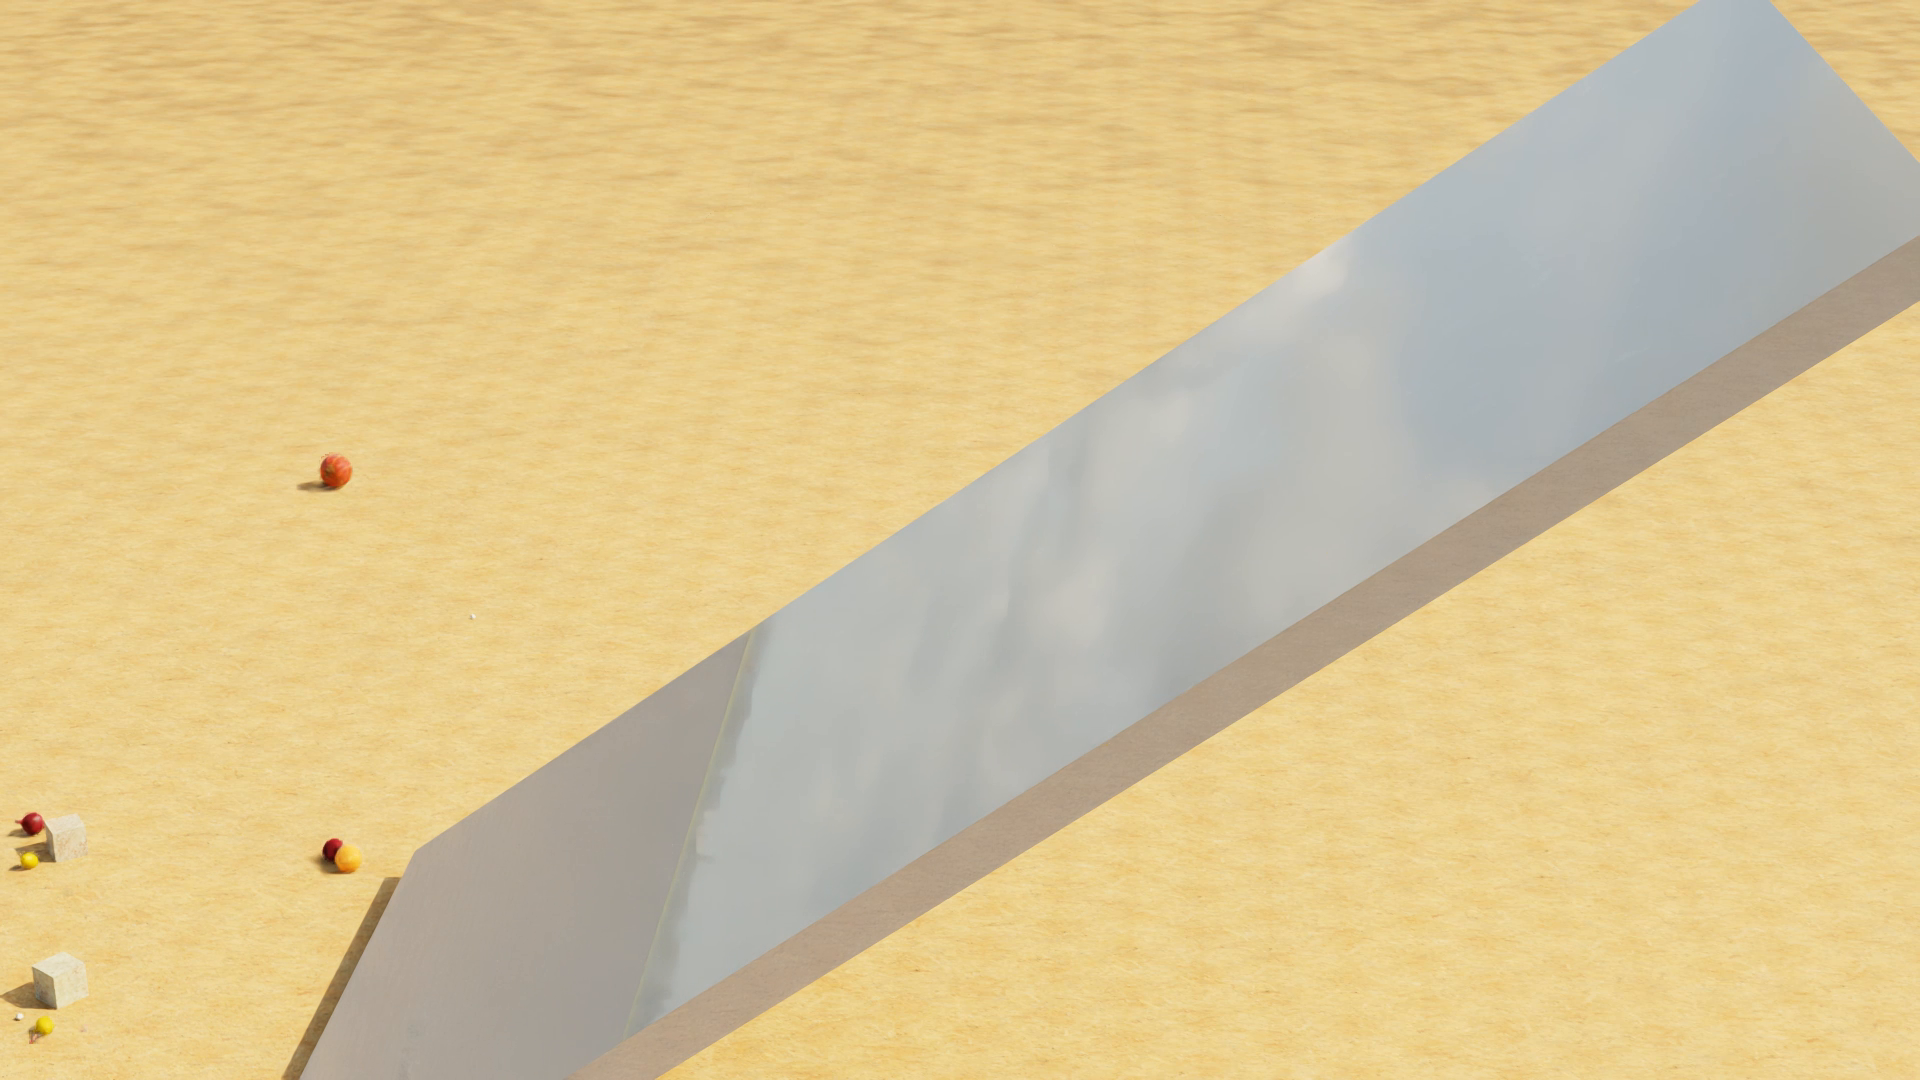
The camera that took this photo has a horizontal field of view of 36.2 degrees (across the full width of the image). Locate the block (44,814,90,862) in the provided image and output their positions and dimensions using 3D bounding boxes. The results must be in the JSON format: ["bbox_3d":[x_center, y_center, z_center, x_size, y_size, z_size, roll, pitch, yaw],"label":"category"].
[{"bbox_3d":[-2.404,0.802,7.914,0.088,0.088,0.088,-12,25,-28],"label":"block"}]

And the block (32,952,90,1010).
[{"bbox_3d":[-2.208,1.081,7.217,0.091,0.091,0.091,17,28,36],"label":"block"}]

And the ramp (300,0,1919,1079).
[{"bbox_3d":[0.133,0.176,6.313,4.000,0.100,2.000,-33,16,16],"label":"ramp"}]
